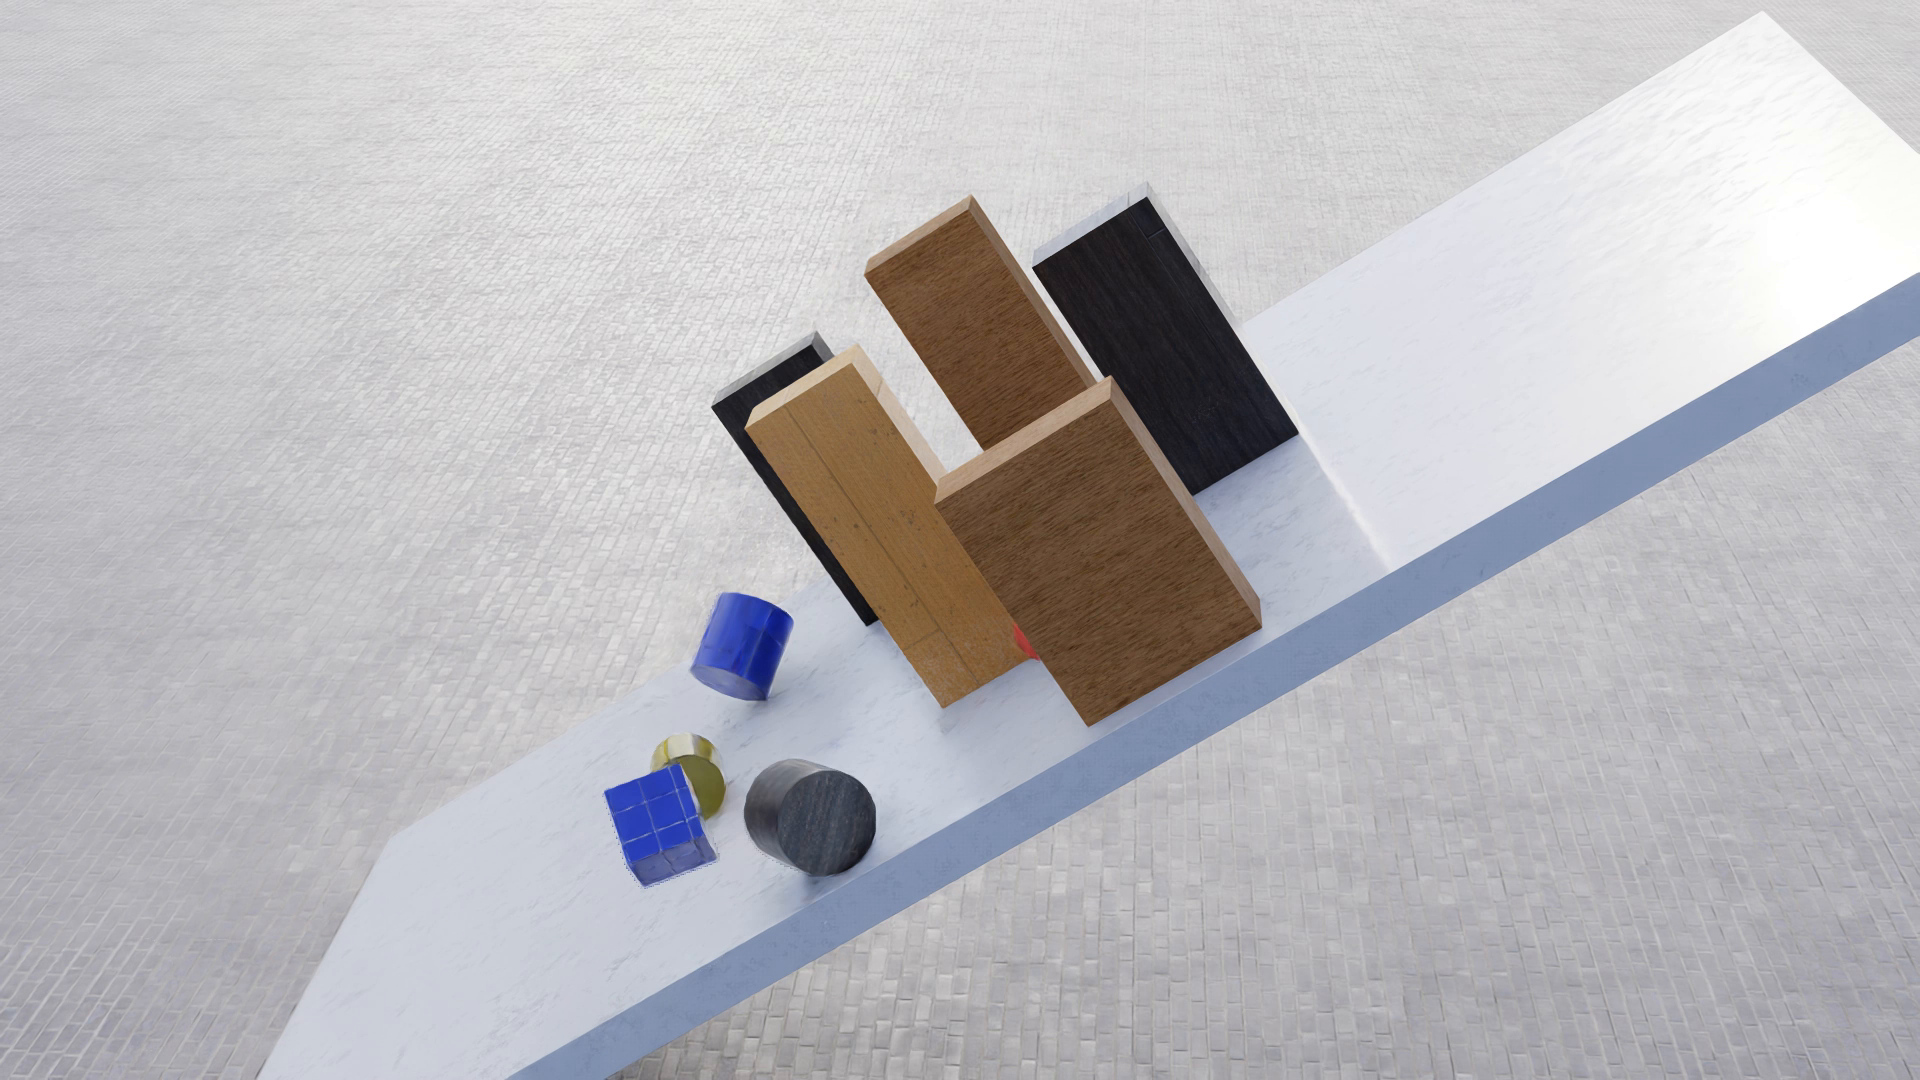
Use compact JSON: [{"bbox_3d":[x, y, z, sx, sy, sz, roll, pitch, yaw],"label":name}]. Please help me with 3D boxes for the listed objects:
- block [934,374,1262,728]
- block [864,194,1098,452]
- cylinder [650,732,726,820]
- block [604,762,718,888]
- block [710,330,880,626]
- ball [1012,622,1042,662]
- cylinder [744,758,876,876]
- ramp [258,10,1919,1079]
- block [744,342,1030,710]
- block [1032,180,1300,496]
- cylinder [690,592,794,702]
[{"bbox_3d":[0.253,0.023,5.329,0.372,0.510,0.142,-31,15,14],"label":"block"},{"bbox_3d":[0.078,-0.459,6.932,0.292,0.638,0.147,-31,15,14],"label":"block"},{"bbox_3d":[-0.584,0.510,6.295,0.156,0.156,0.156,-3,14,-7],"label":"cylinder"},{"bbox_3d":[-0.567,0.542,5.585,0.152,0.152,0.152,-20,66,-3],"label":"block"},{"bbox_3d":[-0.270,-0.137,6.706,0.275,0.627,0.114,-31,15,14],"label":"block"},{"bbox_3d":[0.171,0.172,5.774,0.134,0.134,0.134,0,20,0],"label":"ball"},{"bbox_3d":[-0.283,0.521,5.542,0.197,0.197,0.197,-8,5,-21],"label":"cylinder"},{"bbox_3d":[0.139,0.171,6.296,4.000,0.100,2.000,-31,15,14],"label":"ramp"},{"bbox_3d":[-0.118,-0.025,5.889,0.254,0.705,0.136,-31,15,14],"label":"block"},{"bbox_3d":[0.430,-0.414,6.127,0.278,0.596,0.139,-31,15,14],"label":"block"},{"bbox_3d":[-0.498,0.246,6.745,0.187,0.187,0.187,17,-21,7],"label":"cylinder"}]
